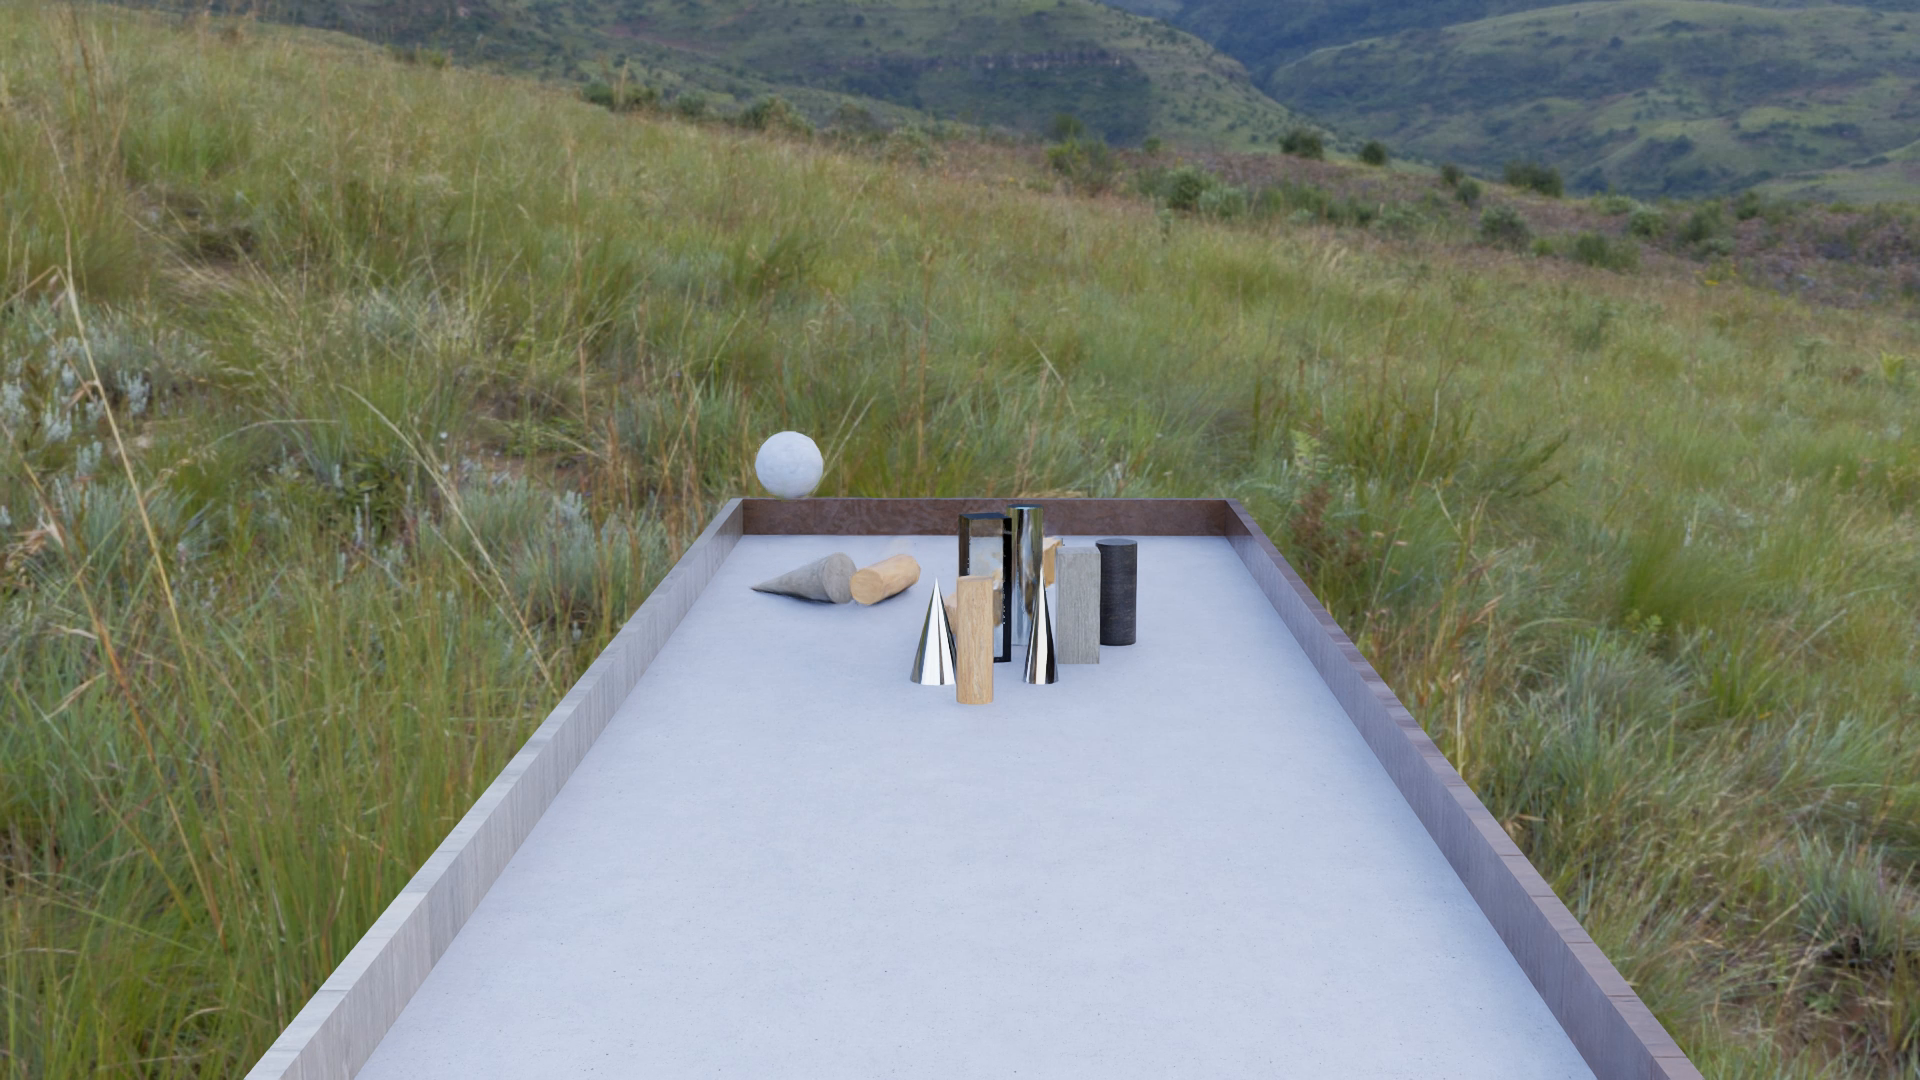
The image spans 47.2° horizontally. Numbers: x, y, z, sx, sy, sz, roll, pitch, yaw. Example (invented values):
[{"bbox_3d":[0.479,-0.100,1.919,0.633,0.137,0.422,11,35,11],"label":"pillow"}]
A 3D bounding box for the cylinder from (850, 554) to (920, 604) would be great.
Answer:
[{"bbox_3d":[-0.260,0.136,7.724,0.125,0.125,0.382,3,8,18],"label":"cylinder"}]

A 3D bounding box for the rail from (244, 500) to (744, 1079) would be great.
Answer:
[{"bbox_3d":[-1.004,0.839,3.234,0.050,0.150,12.000,0,9,1],"label":"rail"}]

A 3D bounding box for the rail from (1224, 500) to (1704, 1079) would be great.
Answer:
[{"bbox_3d":[1.046,0.843,3.208,0.050,0.150,12.000,0,9,1],"label":"rail"}]

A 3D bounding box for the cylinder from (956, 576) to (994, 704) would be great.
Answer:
[{"bbox_3d":[0.042,0.279,6.141,0.103,0.347,0.103,0,9,0],"label":"cylinder"}]

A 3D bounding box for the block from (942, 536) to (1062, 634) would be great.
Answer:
[{"bbox_3d":[0.148,0.151,7.132,0.440,0.115,0.115,-33,25,-26],"label":"block"}]

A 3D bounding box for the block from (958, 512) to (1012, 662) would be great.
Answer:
[{"bbox_3d":[0.076,0.145,6.681,0.128,0.442,0.128,-3,9,-17],"label":"block"}]

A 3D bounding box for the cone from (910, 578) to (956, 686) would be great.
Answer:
[{"bbox_3d":[-0.068,0.258,6.417,0.160,0.303,0.160,0,9,0],"label":"cone"}]

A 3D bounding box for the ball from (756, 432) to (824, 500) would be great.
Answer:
[{"bbox_3d":[-0.602,-0.264,7.766,0.239,0.239,0.239,0,9,0],"label":"ball"}]

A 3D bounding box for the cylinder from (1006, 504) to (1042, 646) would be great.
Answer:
[{"bbox_3d":[0.203,0.109,6.923,0.113,0.437,0.113,0,9,0],"label":"cylinder"}]

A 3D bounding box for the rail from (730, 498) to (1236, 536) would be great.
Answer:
[{"bbox_3d":[0.099,-0.098,9.147,2.100,0.150,0.050,0,9,1],"label":"rail"}]

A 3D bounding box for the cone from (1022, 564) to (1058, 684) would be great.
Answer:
[{"bbox_3d":[0.236,0.237,6.396,0.106,0.350,0.106,0,9,0],"label":"cone"}]

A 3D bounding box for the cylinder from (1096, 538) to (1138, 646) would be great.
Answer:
[{"bbox_3d":[0.492,0.164,6.948,0.133,0.321,0.133,0,9,0],"label":"cylinder"}]

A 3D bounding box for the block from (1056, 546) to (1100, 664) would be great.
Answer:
[{"bbox_3d":[0.357,0.198,6.680,0.126,0.338,0.126,0,9,-1],"label":"block"}]

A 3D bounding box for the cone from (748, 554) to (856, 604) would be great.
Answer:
[{"bbox_3d":[-0.588,0.155,7.748,0.459,0.179,0.179,-7,3,39],"label":"cone"}]
